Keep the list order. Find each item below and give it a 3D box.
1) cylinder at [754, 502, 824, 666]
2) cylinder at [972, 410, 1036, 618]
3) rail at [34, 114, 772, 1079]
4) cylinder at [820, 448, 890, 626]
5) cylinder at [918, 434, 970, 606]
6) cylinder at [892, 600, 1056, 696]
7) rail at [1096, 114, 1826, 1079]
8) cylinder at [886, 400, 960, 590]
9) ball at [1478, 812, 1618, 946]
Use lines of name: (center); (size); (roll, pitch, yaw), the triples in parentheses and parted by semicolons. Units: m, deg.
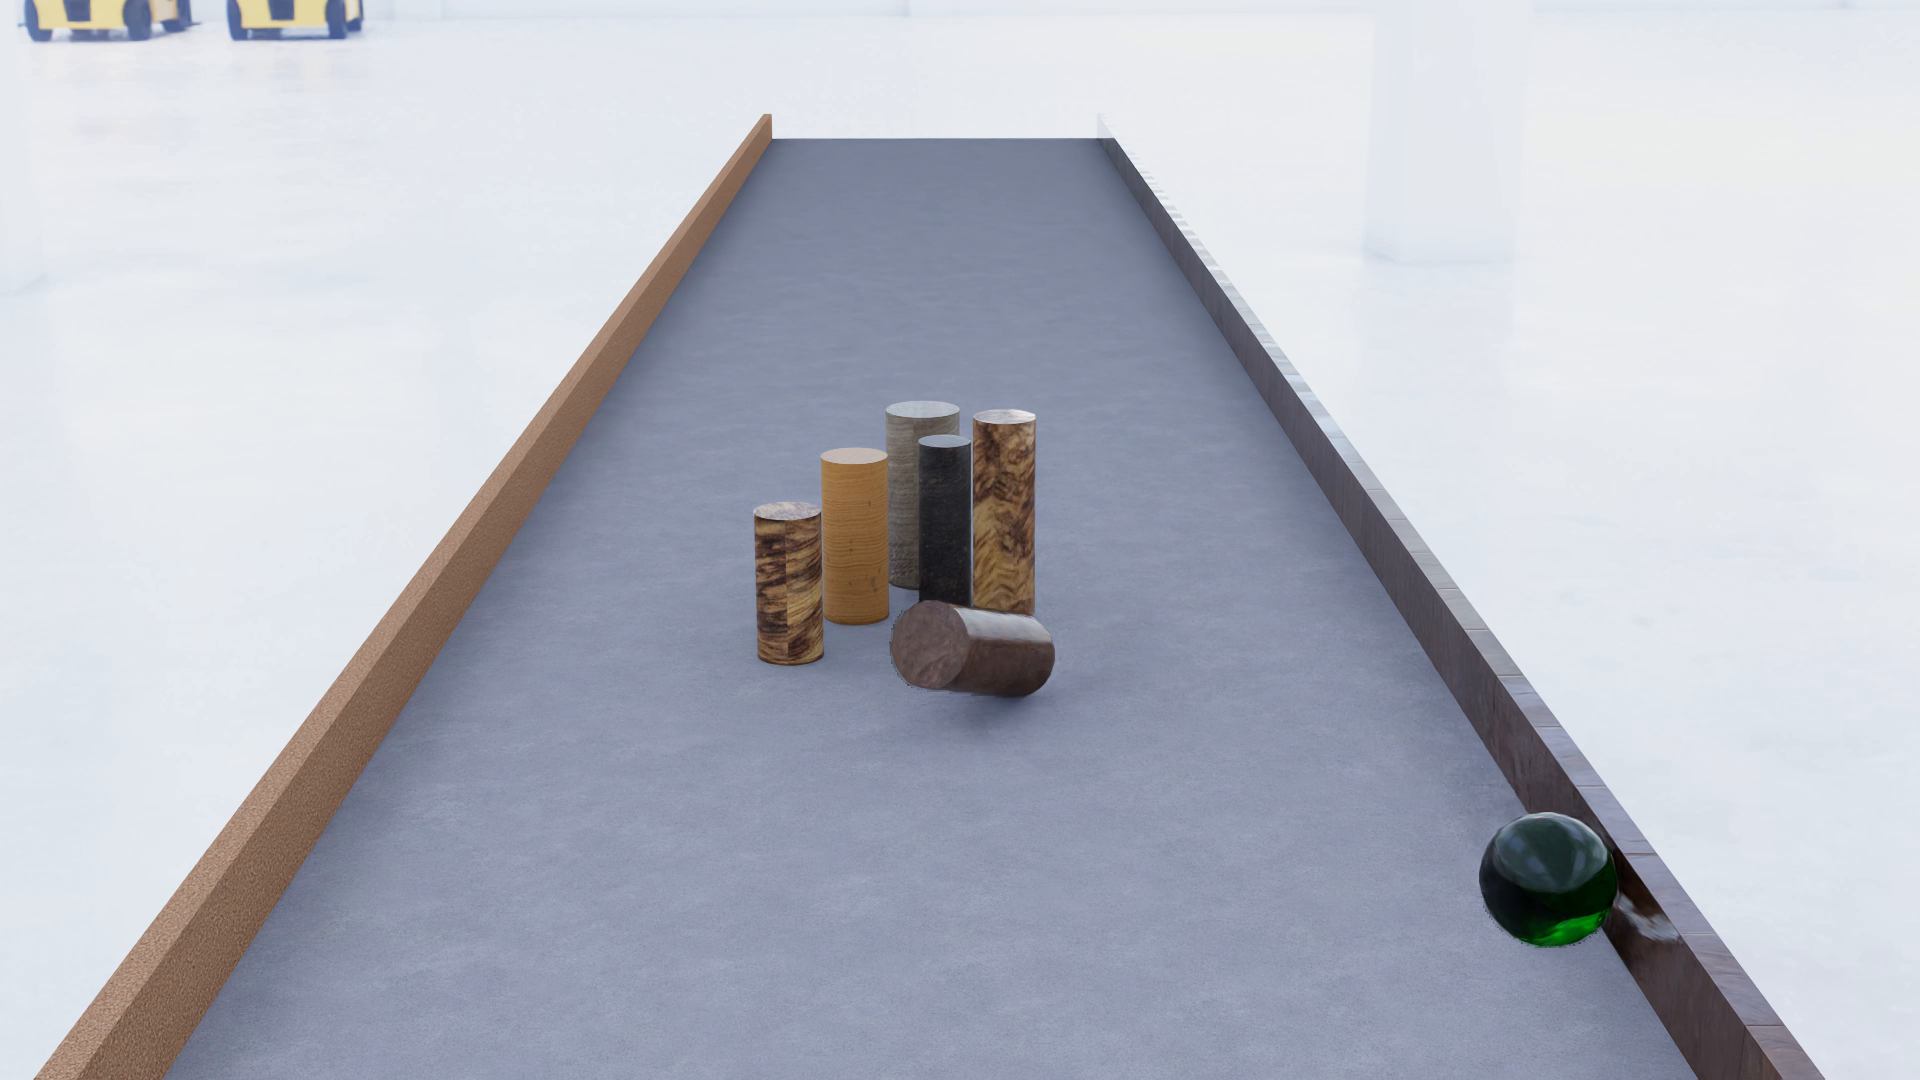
cylinder: (-0.342, 0.087, 4.405); (0.134, 0.302, 0.134); (0, 17, 0)
cylinder: (0.092, -0.047, 4.621); (0.131, 0.436, 0.131); (0, 17, 0)
rail: (-1.118, -0.838, 7.780); (0.050, 0.150, 12.000); (0, 17, -1)
cylinder: (-0.221, -0.008, 4.640); (0.140, 0.350, 0.140); (0, 17, 0)
cylinder: (-0.030, 0.021, 4.367); (0.104, 0.449, 0.104); (0, 17, 0)
cylinder: (0.029, 0.204, 4.072); (0.159, 0.159, 0.340); (10, -1, 30)
rail: (0.932, -0.844, 7.801); (0.050, 0.150, 12.000); (0, 17, -1)
cylinder: (-0.082, -0.099, 4.874); (0.163, 0.391, 0.163); (0, 17, 0)
ball: (0.860, 0.496, 3.217); (0.196, 0.196, 0.196); (0, 17, 0)
